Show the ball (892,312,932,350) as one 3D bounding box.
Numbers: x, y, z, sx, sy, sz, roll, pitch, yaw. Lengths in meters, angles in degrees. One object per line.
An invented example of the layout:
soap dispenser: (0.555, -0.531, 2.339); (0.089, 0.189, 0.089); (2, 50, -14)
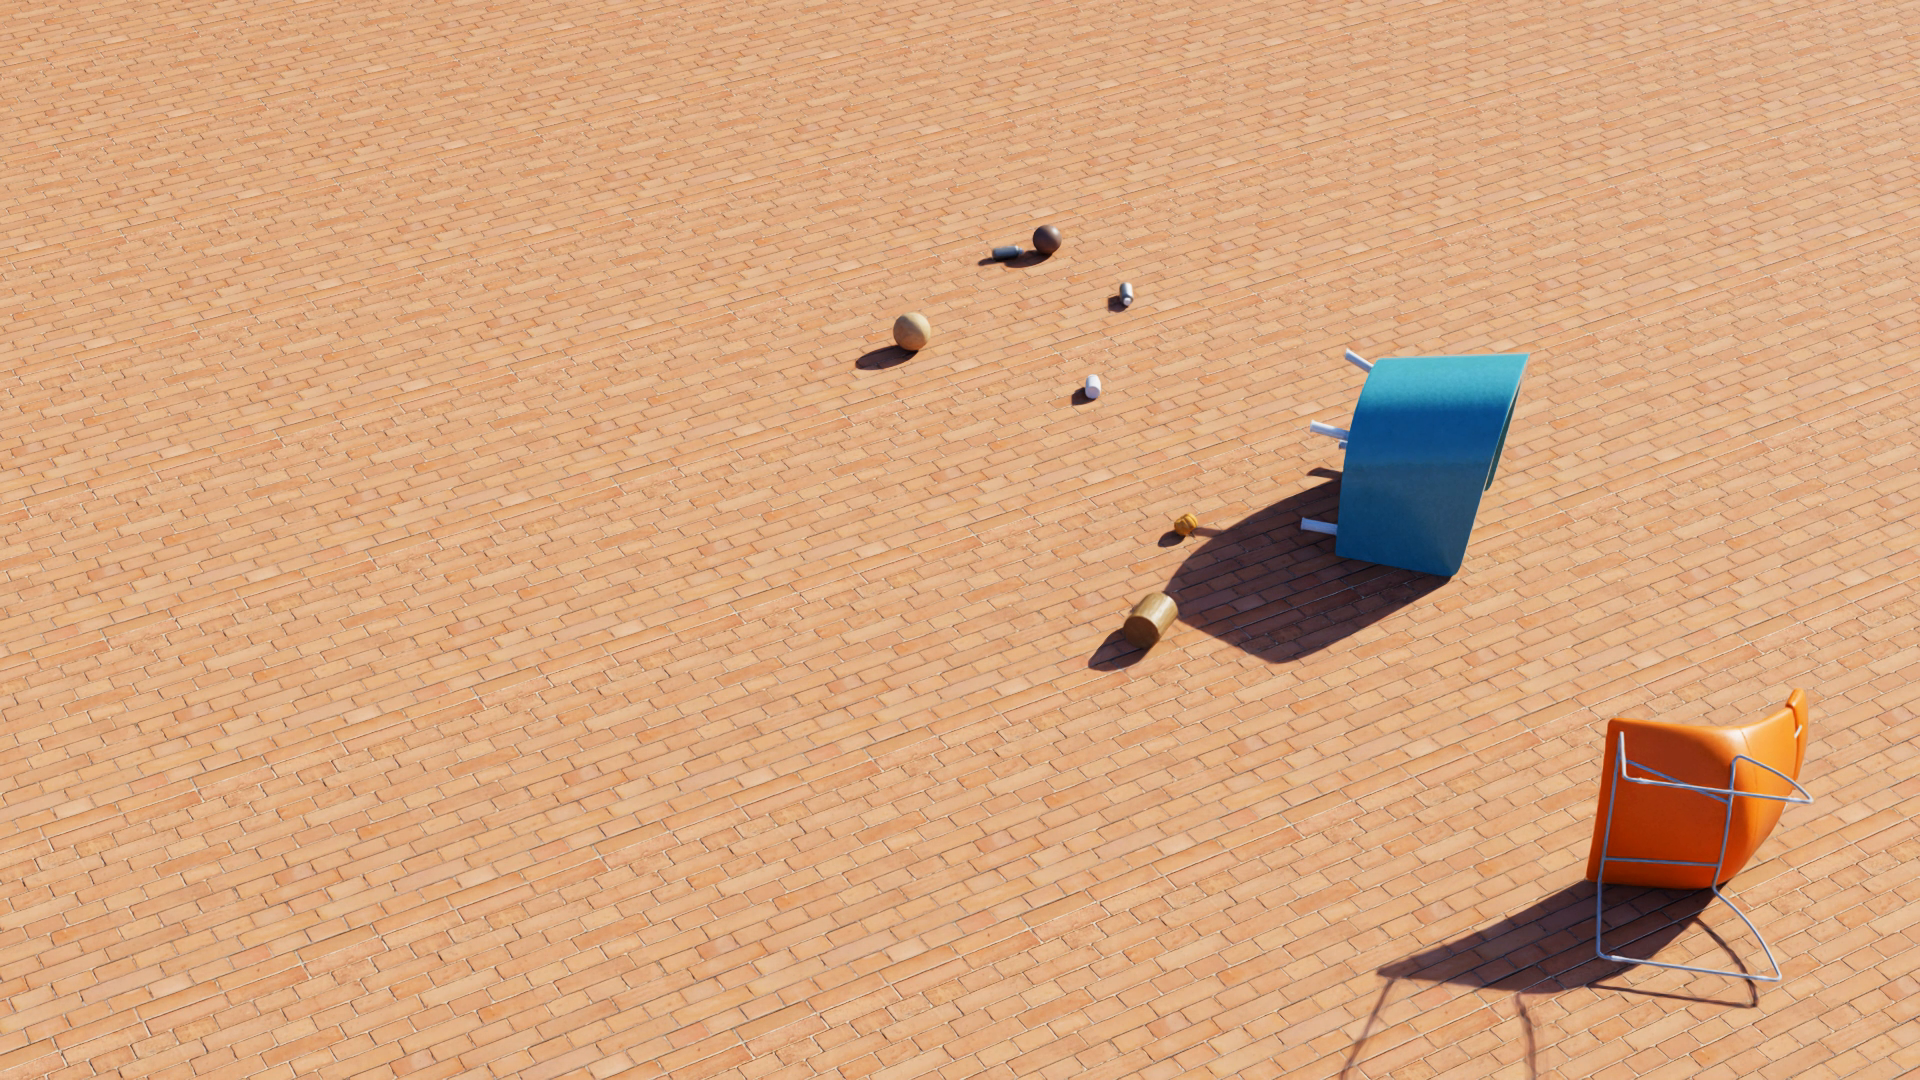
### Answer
ball: (-0.198, -0.861, 12.107); (0.158, 0.158, 0.158); (0, 33, 0)

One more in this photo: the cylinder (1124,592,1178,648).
cylinder: (0.675, 0.285, 10.387); (0.143, 0.133, 0.165); (-27, 14, 40)
